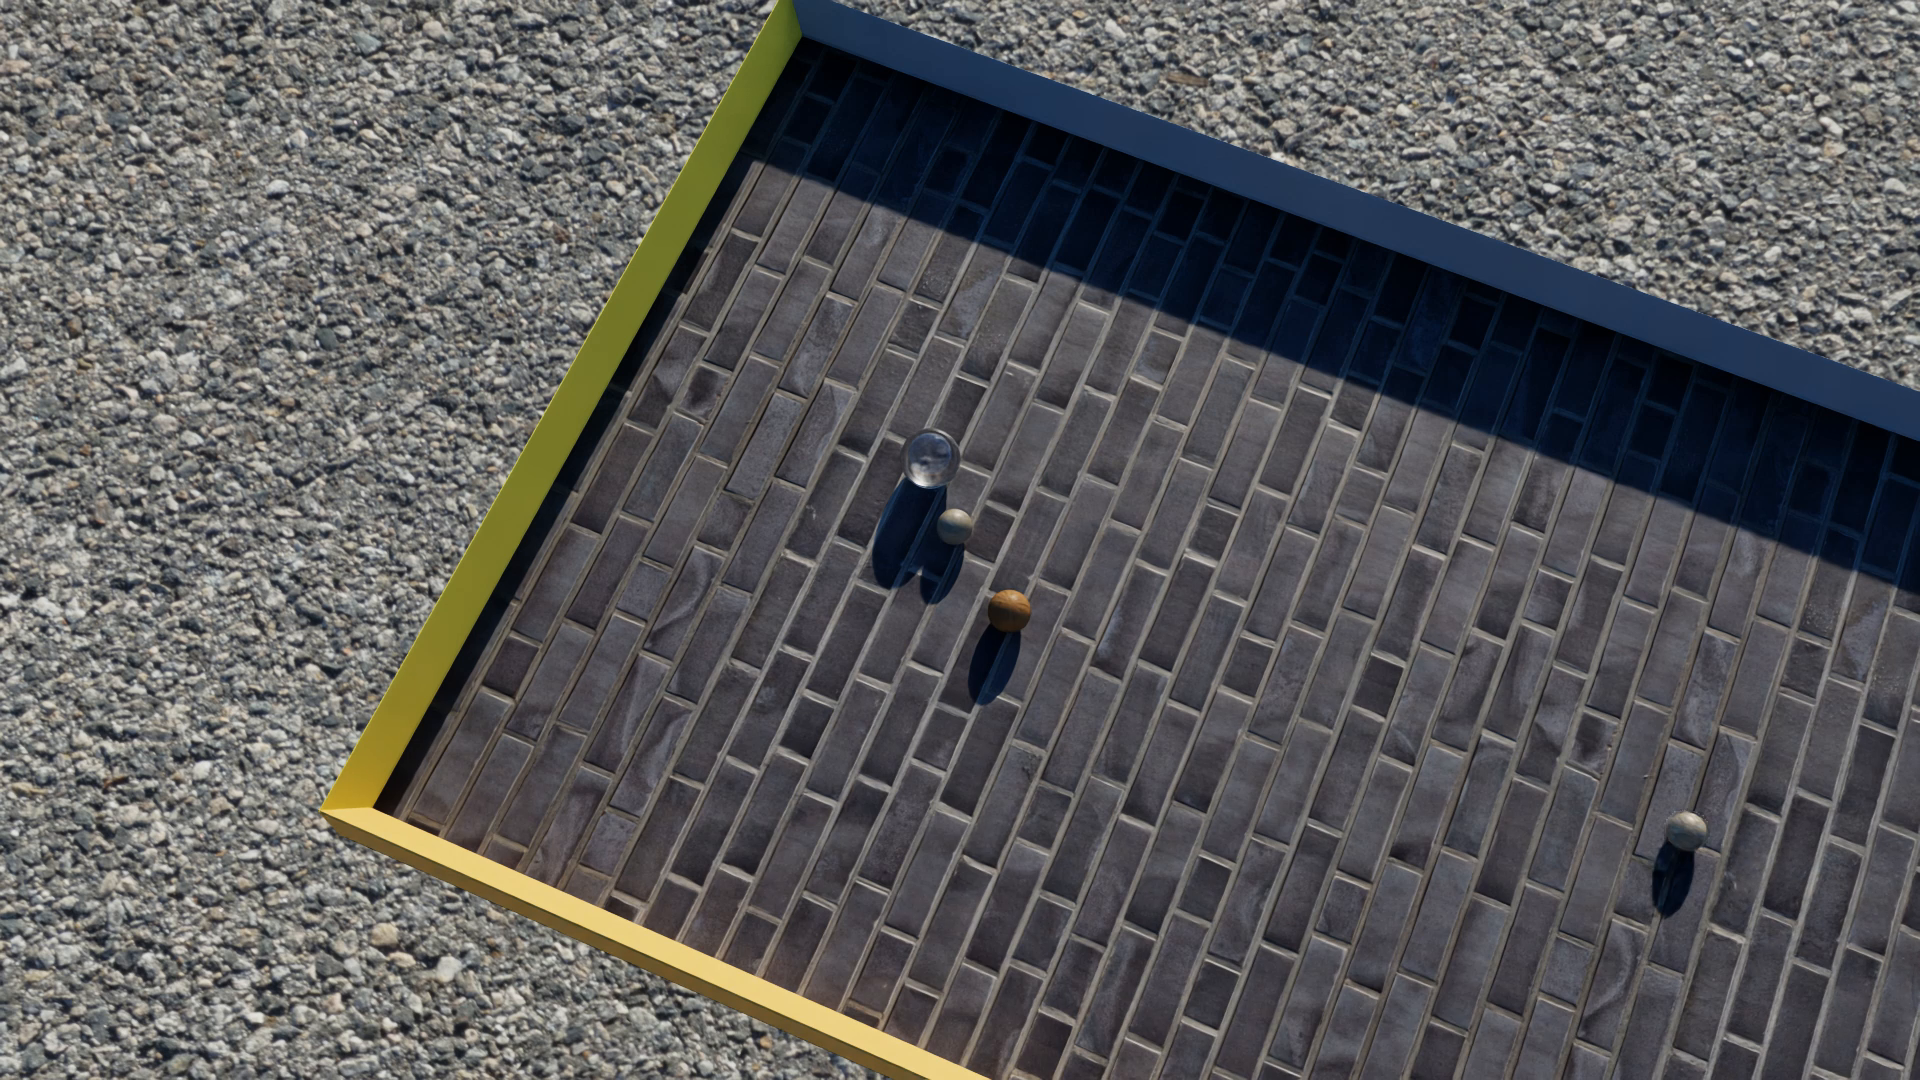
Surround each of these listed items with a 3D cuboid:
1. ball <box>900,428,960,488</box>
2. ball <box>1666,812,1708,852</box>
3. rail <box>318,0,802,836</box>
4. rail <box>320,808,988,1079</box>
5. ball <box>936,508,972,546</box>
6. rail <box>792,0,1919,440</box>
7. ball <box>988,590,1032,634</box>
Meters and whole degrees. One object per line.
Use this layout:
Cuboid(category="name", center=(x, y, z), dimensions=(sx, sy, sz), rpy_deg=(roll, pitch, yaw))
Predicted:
Cuboid(category="ball", center=(-0.048, -0.132, 3.561), dimensions=(0.099, 0.099, 0.099), rpy_deg=(0, 67, 0))
Cuboid(category="ball", center=(1.103, 0.443, 3.335), dimensions=(0.059, 0.059, 0.059), rpy_deg=(0, 67, 0))
Cuboid(category="rail", center=(-0.603, -0.251, 3.595), dimensions=(0.045, 0.129, 1.626), rpy_deg=(22, 68, 9))
Cuboid(category="rail", center=(0.311, 0.903, 3.099), dimensions=(2.723, 0.129, 0.045), rpy_deg=(22, 68, 9))
Cuboid(category="ball", center=(-0.009, -0.021, 3.535), dimensions=(0.059, 0.059, 0.059), rpy_deg=(0, 67, 0))
Cuboid(category="rail", center=(0.938, -0.428, 3.671), dimensions=(2.723, 0.129, 0.045), rpy_deg=(22, 68, 9))
Cuboid(category="ball", center=(0.078, 0.112, 3.472), dimensions=(0.069, 0.069, 0.069), rpy_deg=(0, 67, 0))
